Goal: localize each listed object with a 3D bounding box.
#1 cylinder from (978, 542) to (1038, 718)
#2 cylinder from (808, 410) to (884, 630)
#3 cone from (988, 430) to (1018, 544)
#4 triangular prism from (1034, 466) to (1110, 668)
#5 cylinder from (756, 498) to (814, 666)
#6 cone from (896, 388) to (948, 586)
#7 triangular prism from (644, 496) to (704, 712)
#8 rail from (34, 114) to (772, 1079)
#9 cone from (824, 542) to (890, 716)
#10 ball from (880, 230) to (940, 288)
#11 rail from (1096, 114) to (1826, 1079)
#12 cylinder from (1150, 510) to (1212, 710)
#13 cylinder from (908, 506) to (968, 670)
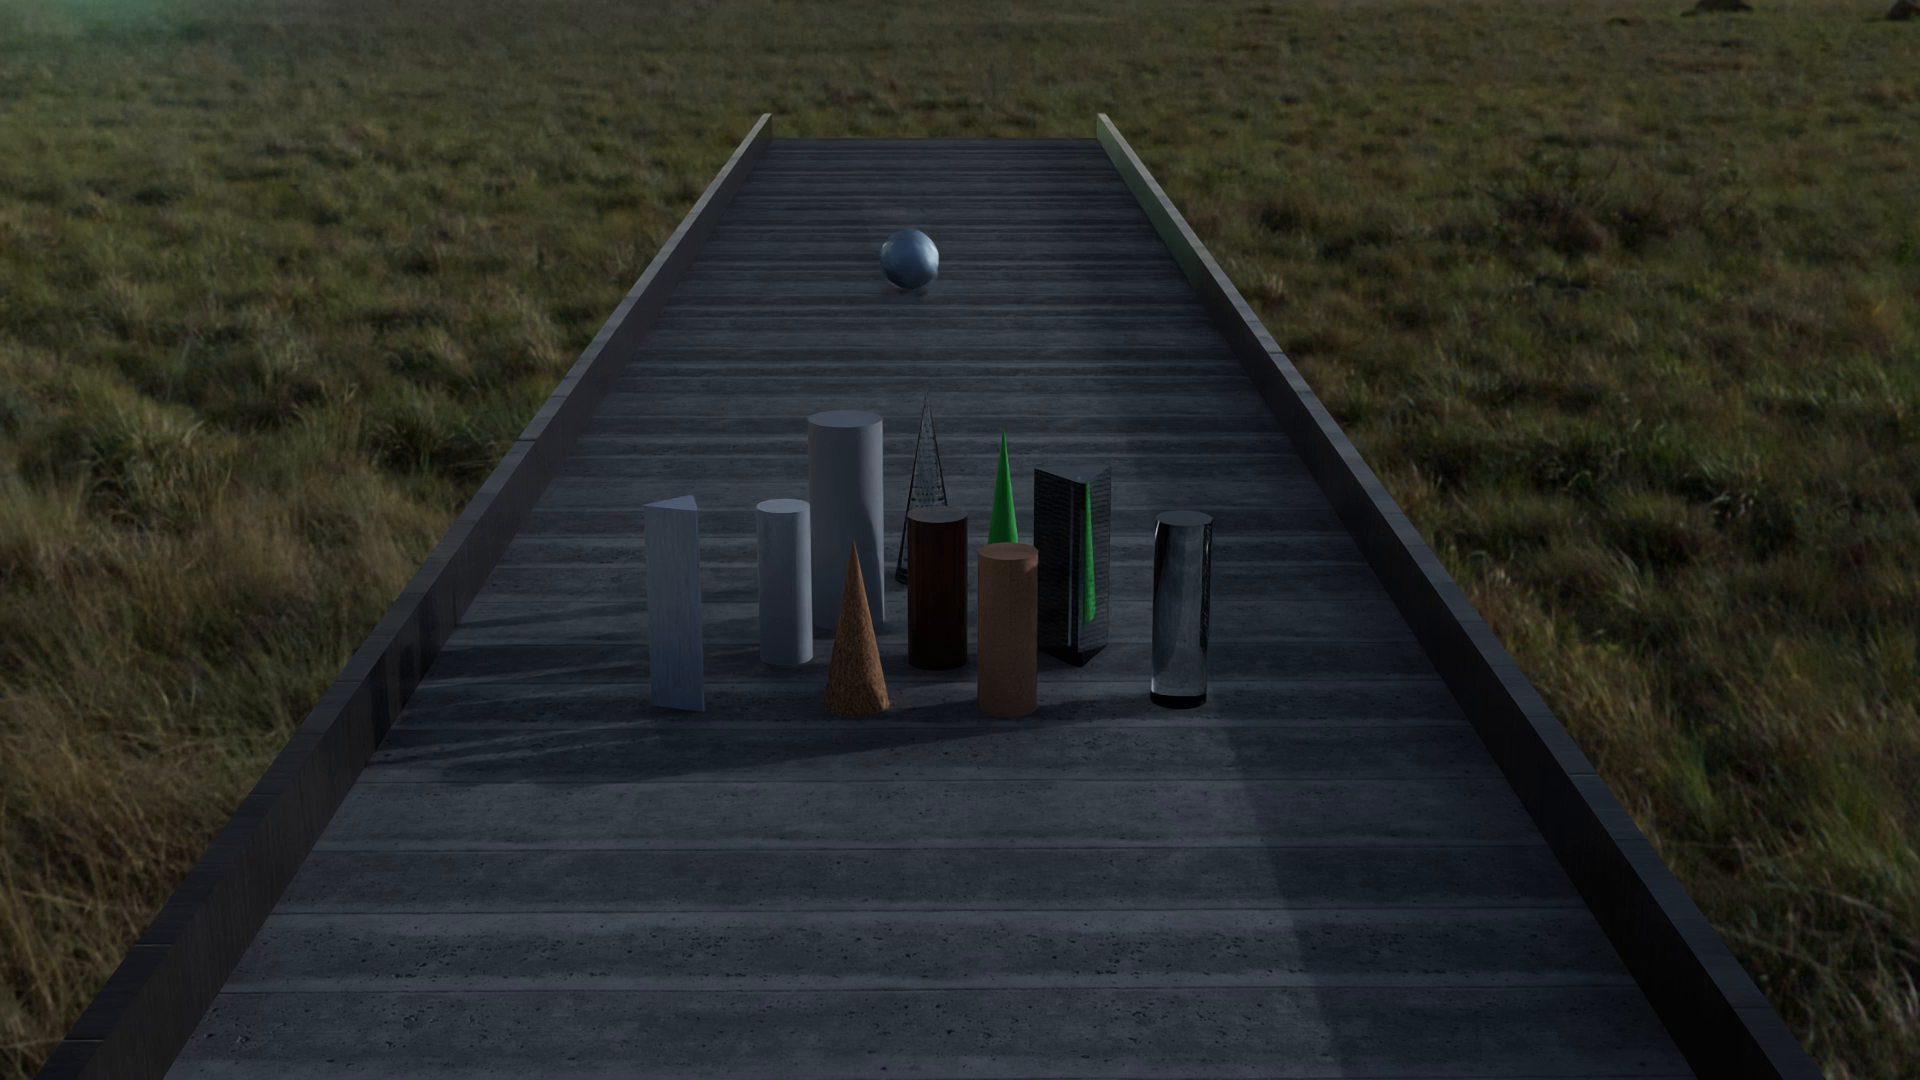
[{"bbox_3d":[0.089,0.168,4.122,0.112,0.308,0.112,0,17,0],"label":"cylinder"},{"bbox_3d":[-0.237,-0.041,4.600,0.154,0.437,0.154,0,17,0],"label":"cylinder"},{"bbox_3d":[0.091,-0.040,4.627,0.106,0.418,0.106,0,17,0],"label":"cone"},{"bbox_3d":[0.247,0.043,4.416,0.131,0.379,0.152,-12,20,-34],"label":"triangular prism"},{"bbox_3d":[-0.349,0.084,4.391,0.107,0.316,0.107,0,17,0],"label":"cylinder"},{"bbox_3d":[-0.073,-0.125,4.882,0.147,0.436,0.147,0,17,0],"label":"cone"},{"bbox_3d":[-0.519,0.117,4.145,0.109,0.393,0.094,6,17,18],"label":"triangular prism"},{"bbox_3d":[-1.118,-0.838,7.780,0.050,0.150,12.000,0,17,-1],"label":"rail"},{"bbox_3d":[-0.197,0.153,4.131,0.126,0.331,0.126,0,17,0],"label":"cone"},{"bbox_3d":[-0.194,-1.080,8.460,0.228,0.228,0.228,0,17,0],"label":"ball"},{"bbox_3d":[0.932,-0.844,7.801,0.050,0.150,12.000,0,17,-1],"label":"rail"},{"bbox_3d":[0.418,0.132,4.152,0.107,0.360,0.107,0,17,0],"label":"cylinder"},{"bbox_3d":[-0.045,0.096,4.370,0.119,0.305,0.119,0,17,0],"label":"cylinder"}]
